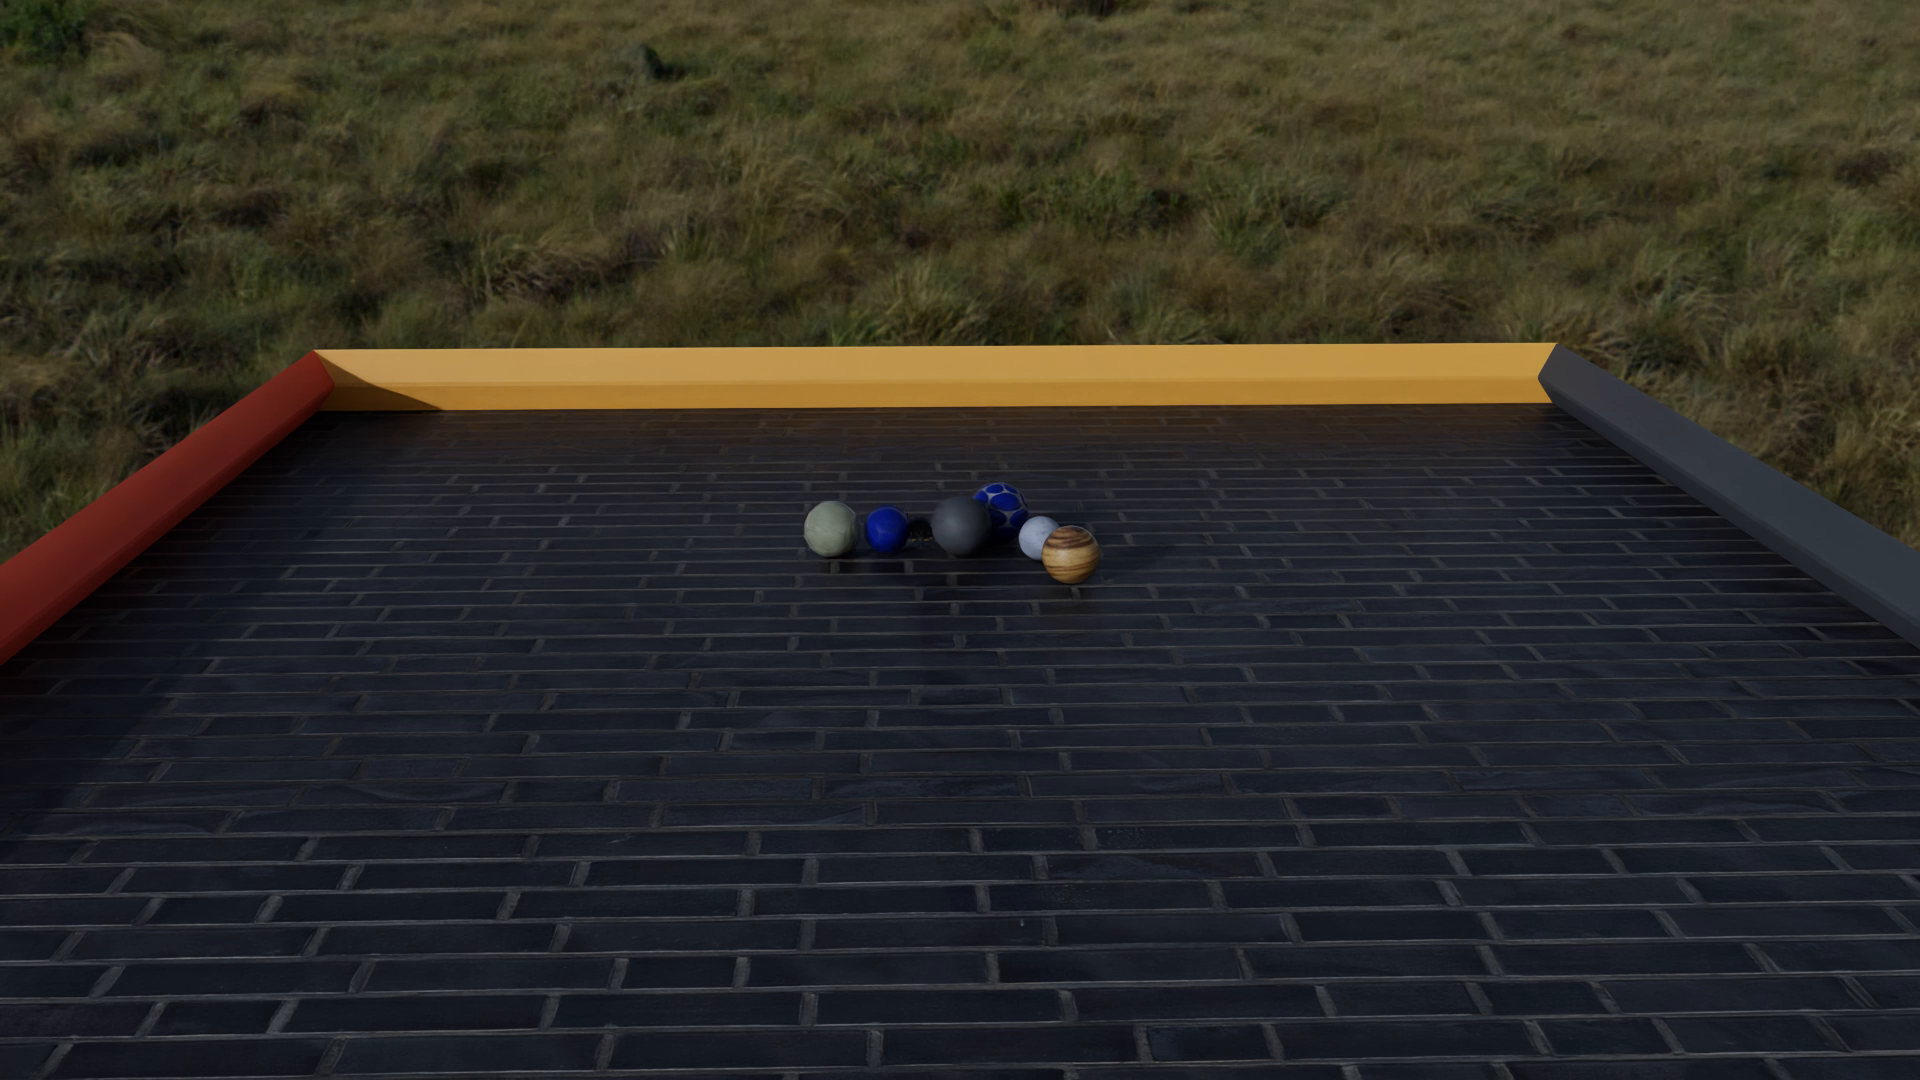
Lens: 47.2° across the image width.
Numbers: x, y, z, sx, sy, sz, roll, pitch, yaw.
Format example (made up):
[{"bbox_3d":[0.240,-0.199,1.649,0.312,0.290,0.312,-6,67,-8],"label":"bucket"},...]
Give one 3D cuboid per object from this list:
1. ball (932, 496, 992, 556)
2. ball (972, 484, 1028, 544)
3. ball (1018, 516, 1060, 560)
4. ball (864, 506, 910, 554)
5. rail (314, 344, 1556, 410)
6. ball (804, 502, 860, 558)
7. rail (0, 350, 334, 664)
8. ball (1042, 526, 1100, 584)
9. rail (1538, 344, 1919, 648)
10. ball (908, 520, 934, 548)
[{"bbox_3d":[0.003,-0.019,2.994,0.083,0.083,0.083,0,15,0],"label":"ball"},{"bbox_3d":[0.053,-0.037,3.058,0.084,0.084,0.084,0,15,0],"label":"ball"},{"bbox_3d":[0.110,-0.002,2.972,0.061,0.061,0.061,0,15,0],"label":"ball"},{"bbox_3d":[-0.100,-0.014,3.010,0.064,0.064,0.064,0,15,0],"label":"ball"},{"bbox_3d":[-0.034,-0.290,3.956,2.246,0.109,0.045,0,15,-2],"label":"rail"},{"bbox_3d":[-0.174,-0.014,2.987,0.077,0.077,0.077,0,15,0],"label":"ball"},{"bbox_3d":[-1.064,0.266,1.868,0.045,0.109,4.300,0,15,-2],"label":"rail"},{"bbox_3d":[0.144,0.019,2.862,0.076,0.076,0.076,0,15,0],"label":"ball"},{"bbox_3d":[1.134,0.247,1.937,0.045,0.109,4.300,0,15,-2],"label":"rail"},{"bbox_3d":[-0.055,-0.008,3.036,0.040,0.040,0.040,0,15,0],"label":"ball"}]
